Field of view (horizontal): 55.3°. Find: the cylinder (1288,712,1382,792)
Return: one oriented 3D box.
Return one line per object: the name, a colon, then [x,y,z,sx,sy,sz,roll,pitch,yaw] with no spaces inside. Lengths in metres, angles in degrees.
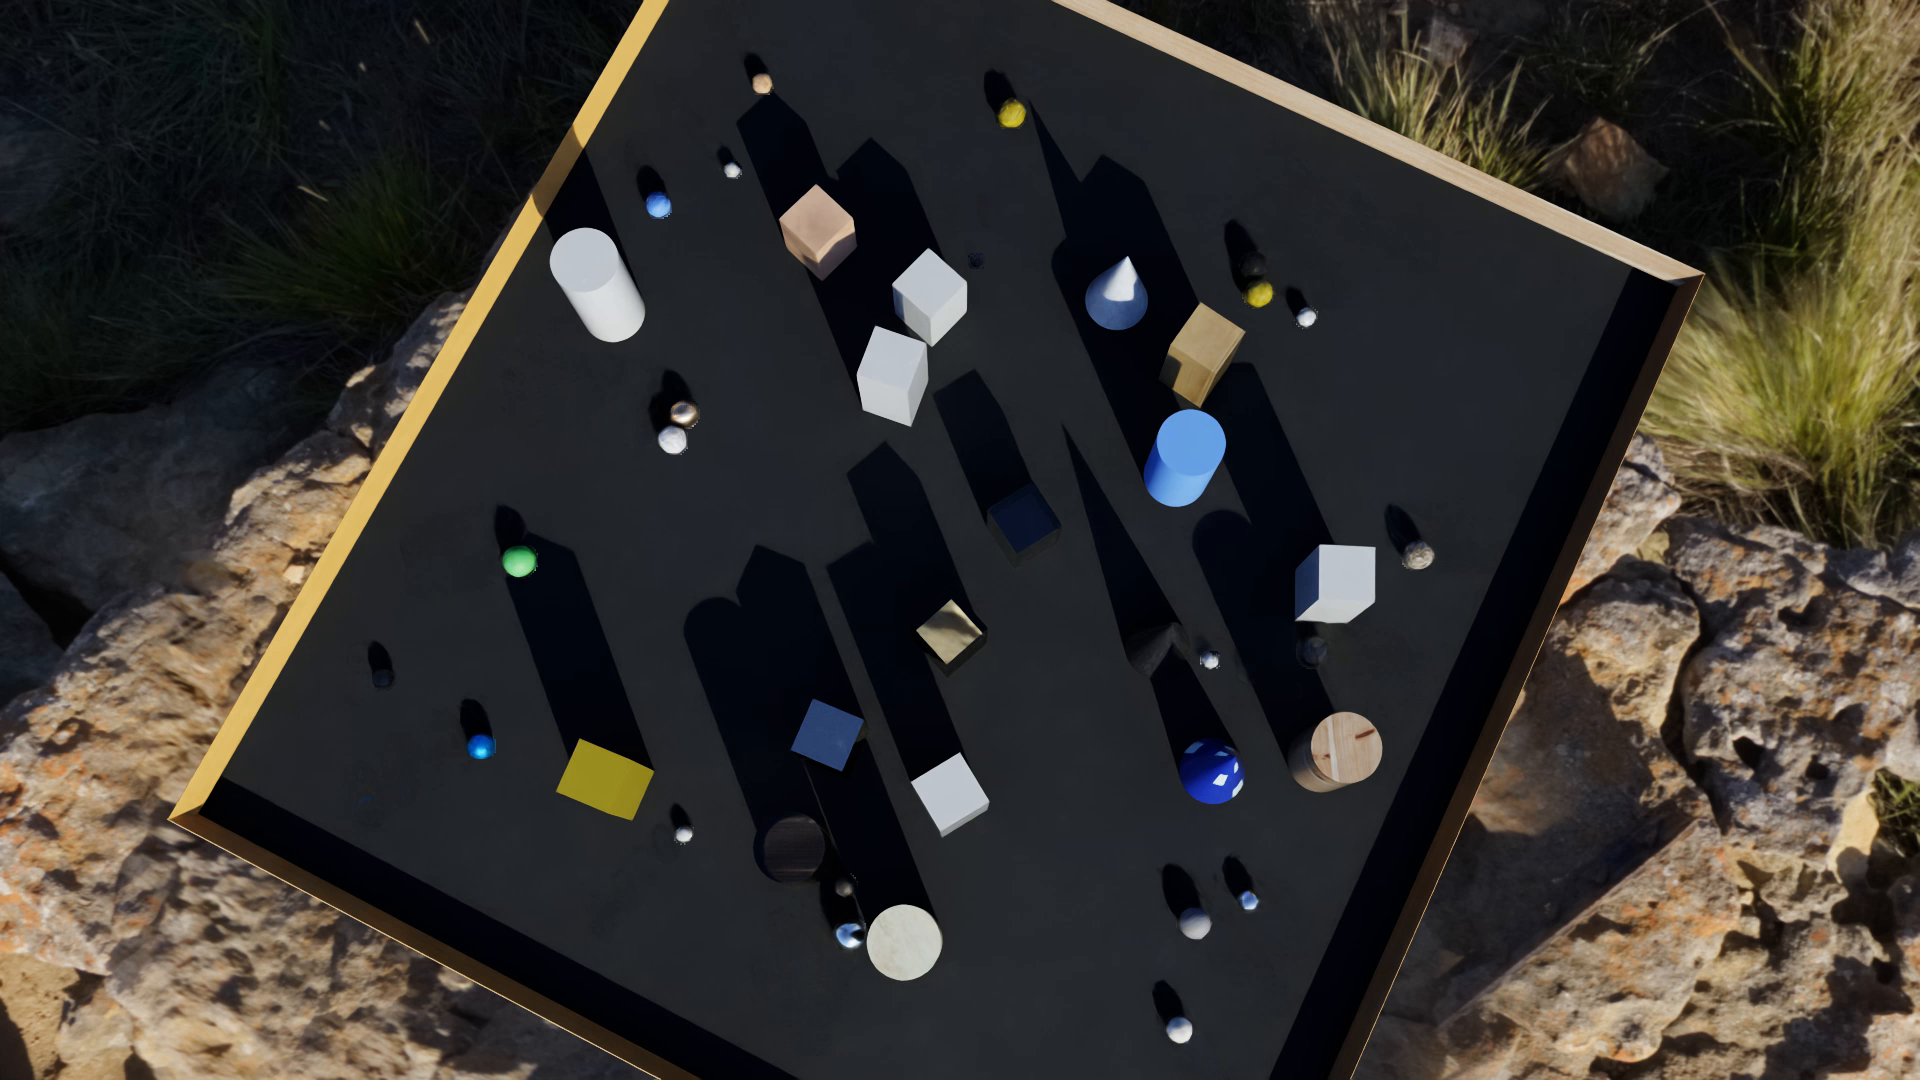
cylinder: [1.077,0.617,5.293,0.199,0.384,0.199,0,78,0]

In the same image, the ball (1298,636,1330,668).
ball: [1.061,0.334,5.499,0.094,0.094,0.094,0,78,0]

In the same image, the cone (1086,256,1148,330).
cone: [0.493,-0.796,5.579,0.199,0.396,0.199,0,78,0]

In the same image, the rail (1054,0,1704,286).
rail: [0.783,-1.527,5.866,3.369,0.129,0.045,26,80,5]

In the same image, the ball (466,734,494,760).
ball: [-1.425,0.614,5.449,0.080,0.080,0.080,0,78,0]

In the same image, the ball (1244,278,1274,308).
ball: [0.935,-0.773,5.732,0.089,0.089,0.089,0,78,0]

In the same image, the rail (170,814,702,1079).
rail: [-0.783,1.541,5.231,3.369,0.129,0.045,26,80,5]

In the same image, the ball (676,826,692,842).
ball: [-0.815,0.868,5.412,0.049,0.049,0.049,0,78,0]

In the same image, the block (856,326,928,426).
block: [-0.200,-0.489,5.524,0.159,0.379,0.159,19,79,4]

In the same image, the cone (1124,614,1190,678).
cone: [0.597,0.278,5.350,0.199,0.409,0.199,0,78,0]

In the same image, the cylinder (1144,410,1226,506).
cylinder: [0.665,-0.240,5.463,0.199,0.397,0.199,0,78,0]

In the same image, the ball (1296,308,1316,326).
ball: [1.083,-0.697,5.731,0.059,0.059,0.059,0,78,0]

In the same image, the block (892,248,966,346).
block: [-0.091,-0.742,5.629,0.159,0.277,0.159,43,81,8]

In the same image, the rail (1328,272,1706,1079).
rail: [1.485,0.734,5.398,0.045,0.129,3.551,26,80,5]

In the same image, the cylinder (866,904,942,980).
cylinder: [-0.150,1.125,5.138,0.199,0.480,0.199,0,78,0]

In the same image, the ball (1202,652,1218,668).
ball: [0.754,0.363,5.517,0.048,0.048,0.048,0,78,0]

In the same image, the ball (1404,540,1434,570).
ball: [1.391,0.045,5.561,0.090,0.090,0.090,0,78,0]

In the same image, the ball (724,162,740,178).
ball: [-0.727,-1.178,5.835,0.050,0.050,0.050,0,78,0]

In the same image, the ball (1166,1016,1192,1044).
ball: [0.634,1.412,5.286,0.075,0.075,0.075,0,78,0]

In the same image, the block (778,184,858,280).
block: [-0.438,-0.952,5.687,0.159,0.247,0.159,44,82,8]

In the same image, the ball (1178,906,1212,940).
ball: [0.685,1.116,5.337,0.095,0.095,0.095,0,78,0]

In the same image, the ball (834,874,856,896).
ball: [-0.338,1.013,5.374,0.064,0.064,0.064,0,78,0]

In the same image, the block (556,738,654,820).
block: [-1.016,0.694,5.275,0.159,0.388,0.159,22,79,4]

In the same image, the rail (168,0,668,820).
rail: [-1.485,-0.720,5.699,0.045,0.129,3.551,26,80,5]

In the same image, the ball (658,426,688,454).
ball: [-0.883,-0.309,5.635,0.089,0.089,0.089,0,78,0]

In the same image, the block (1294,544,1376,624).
block: [1.100,0.133,5.393,0.159,0.384,0.159,3,78,1]

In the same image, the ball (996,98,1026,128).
ball: [0.164,-1.363,5.852,0.093,0.093,0.093,0,78,0]

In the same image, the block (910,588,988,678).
block: [-0.032,0.276,5.408,0.159,0.297,0.159,-41,81,-8]

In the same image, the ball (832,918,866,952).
ball: [-0.322,1.148,5.329,0.097,0.097,0.097,0,78,0]

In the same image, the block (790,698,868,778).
block: [-0.376,0.583,5.346,0.159,0.294,0.159,22,79,4]

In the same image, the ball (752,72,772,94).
ball: [-0.636,-1.467,5.886,0.067,0.067,0.067,0,78,0]

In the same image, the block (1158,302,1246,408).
block: [0.728,-0.556,5.548,0.159,0.360,0.159,35,80,7]

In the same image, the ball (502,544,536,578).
ball: [-1.336,0.064,5.553,0.099,0.099,0.099,0,78,0]

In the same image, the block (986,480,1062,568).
block: [0.191,-0.043,5.502,0.159,0.242,0.159,-32,80,-6]

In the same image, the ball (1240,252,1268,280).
ball: [0.920,-0.862,5.750,0.088,0.088,0.088,0,78,0]

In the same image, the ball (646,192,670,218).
ball: [-0.955,-1.062,5.795,0.081,0.081,0.081,0,78,0]

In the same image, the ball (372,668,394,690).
ball: [-1.731,0.417,5.498,0.064,0.064,0.064,0,78,0]

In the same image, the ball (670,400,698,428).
ball: [-0.853,-0.389,5.653,0.086,0.086,0.086,0,78,0]

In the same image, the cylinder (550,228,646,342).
cylinder: [-1.089,-0.765,5.539,0.199,0.463,0.199,0,78,0]

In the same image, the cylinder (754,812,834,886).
cylinder: [-0.471,0.885,5.237,0.199,0.384,0.199,0,78,0]

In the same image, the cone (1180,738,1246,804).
cone: [0.753,0.641,5.242,0.199,0.474,0.199,0,78,0]

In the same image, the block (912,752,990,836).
block: [-0.027,0.736,5.263,0.159,0.394,0.159,-31,80,-6]

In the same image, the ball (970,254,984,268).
ball: [0.053,-0.878,5.777,0.043,0.043,0.043,0,78,0]

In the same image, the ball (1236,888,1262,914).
ball: [0.845,1.057,5.362,0.071,0.071,0.071,0,78,0]
